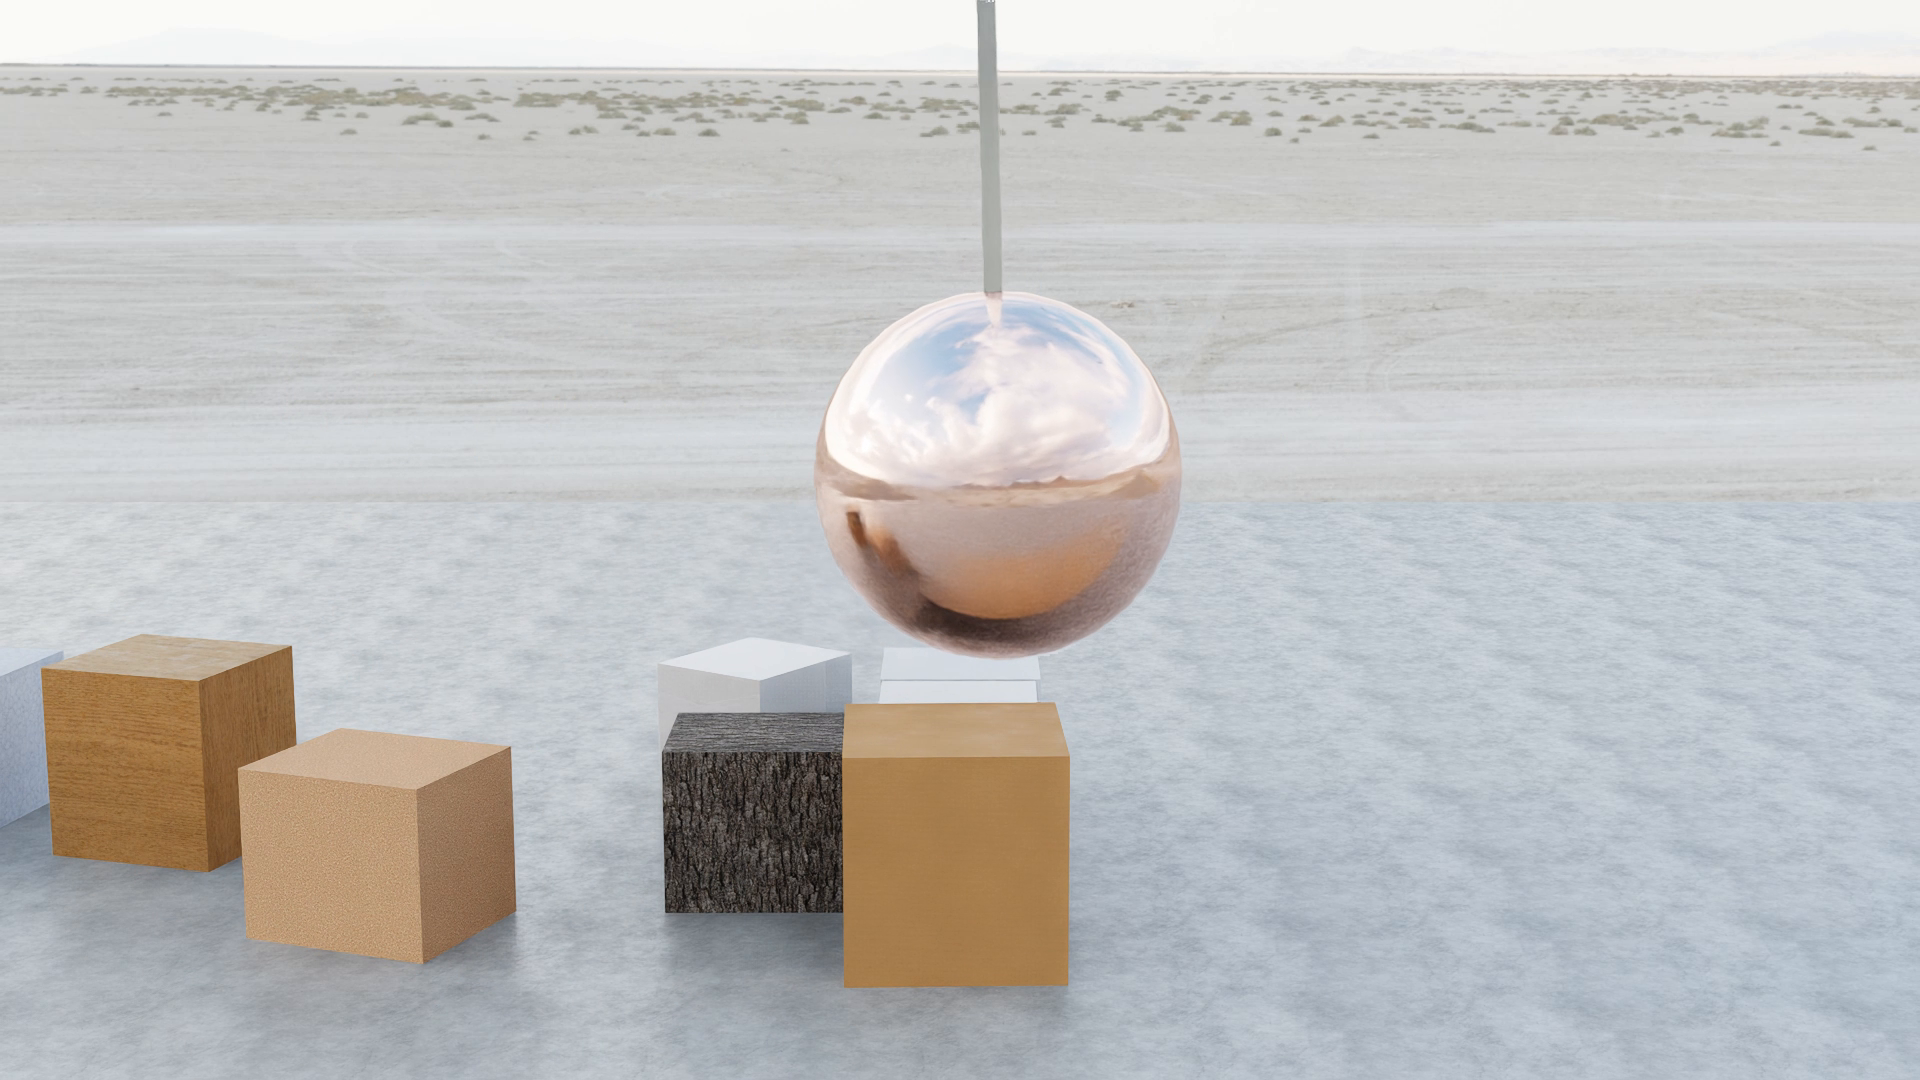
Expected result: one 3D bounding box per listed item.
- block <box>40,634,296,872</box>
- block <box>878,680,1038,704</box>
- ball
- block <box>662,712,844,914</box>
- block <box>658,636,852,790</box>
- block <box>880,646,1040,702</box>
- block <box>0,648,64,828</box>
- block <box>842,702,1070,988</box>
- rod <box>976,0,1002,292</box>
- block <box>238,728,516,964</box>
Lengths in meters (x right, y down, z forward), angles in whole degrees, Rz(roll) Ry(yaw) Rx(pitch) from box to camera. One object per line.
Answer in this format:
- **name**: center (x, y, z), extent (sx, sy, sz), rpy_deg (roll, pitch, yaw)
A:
- **block**: center (-3.621, 0.963, 11.821), extent (0.821, 0.875, 0.746), rpy_deg (3, 11, 18)
- **block**: center (-0.008, 1.060, 11.810), extent (0.720, 0.688, 0.664), rpy_deg (0, 10, 0)
- **ball**: center (0.164, -0.280, 11.129), extent (1.600, 1.600, 1.600), rpy_deg (0, 10, 0)
- **block**: center (-0.866, 1.174, 11.144), extent (0.769, 0.703, 0.677), rpy_deg (0, 10, 0)
- **block**: center (-1.017, 0.903, 12.802), extent (0.648, 0.644, 0.730), rpy_deg (7, 12, 34)
- **block**: center (0.003, 0.935, 12.486), extent (0.756, 0.694, 0.693), rpy_deg (0, 10, 0)
- **block**: center (-4.837, 0.944, 12.380), extent (0.741, 0.714, 0.736), rpy_deg (2, 10, 11)
- **block**: center (-0.027, 1.209, 10.337), extent (0.874, 0.923, 0.861), rpy_deg (0, 10, -2)
- **rod**: center (0.071, -3.624, 10.521), extent (0.080, 5.200, 0.080), rpy_deg (-2, 10, 0)
- **block**: center (-2.410, 1.252, 10.664), extent (0.849, 0.721, 0.712), rpy_deg (4, 11, 21)
